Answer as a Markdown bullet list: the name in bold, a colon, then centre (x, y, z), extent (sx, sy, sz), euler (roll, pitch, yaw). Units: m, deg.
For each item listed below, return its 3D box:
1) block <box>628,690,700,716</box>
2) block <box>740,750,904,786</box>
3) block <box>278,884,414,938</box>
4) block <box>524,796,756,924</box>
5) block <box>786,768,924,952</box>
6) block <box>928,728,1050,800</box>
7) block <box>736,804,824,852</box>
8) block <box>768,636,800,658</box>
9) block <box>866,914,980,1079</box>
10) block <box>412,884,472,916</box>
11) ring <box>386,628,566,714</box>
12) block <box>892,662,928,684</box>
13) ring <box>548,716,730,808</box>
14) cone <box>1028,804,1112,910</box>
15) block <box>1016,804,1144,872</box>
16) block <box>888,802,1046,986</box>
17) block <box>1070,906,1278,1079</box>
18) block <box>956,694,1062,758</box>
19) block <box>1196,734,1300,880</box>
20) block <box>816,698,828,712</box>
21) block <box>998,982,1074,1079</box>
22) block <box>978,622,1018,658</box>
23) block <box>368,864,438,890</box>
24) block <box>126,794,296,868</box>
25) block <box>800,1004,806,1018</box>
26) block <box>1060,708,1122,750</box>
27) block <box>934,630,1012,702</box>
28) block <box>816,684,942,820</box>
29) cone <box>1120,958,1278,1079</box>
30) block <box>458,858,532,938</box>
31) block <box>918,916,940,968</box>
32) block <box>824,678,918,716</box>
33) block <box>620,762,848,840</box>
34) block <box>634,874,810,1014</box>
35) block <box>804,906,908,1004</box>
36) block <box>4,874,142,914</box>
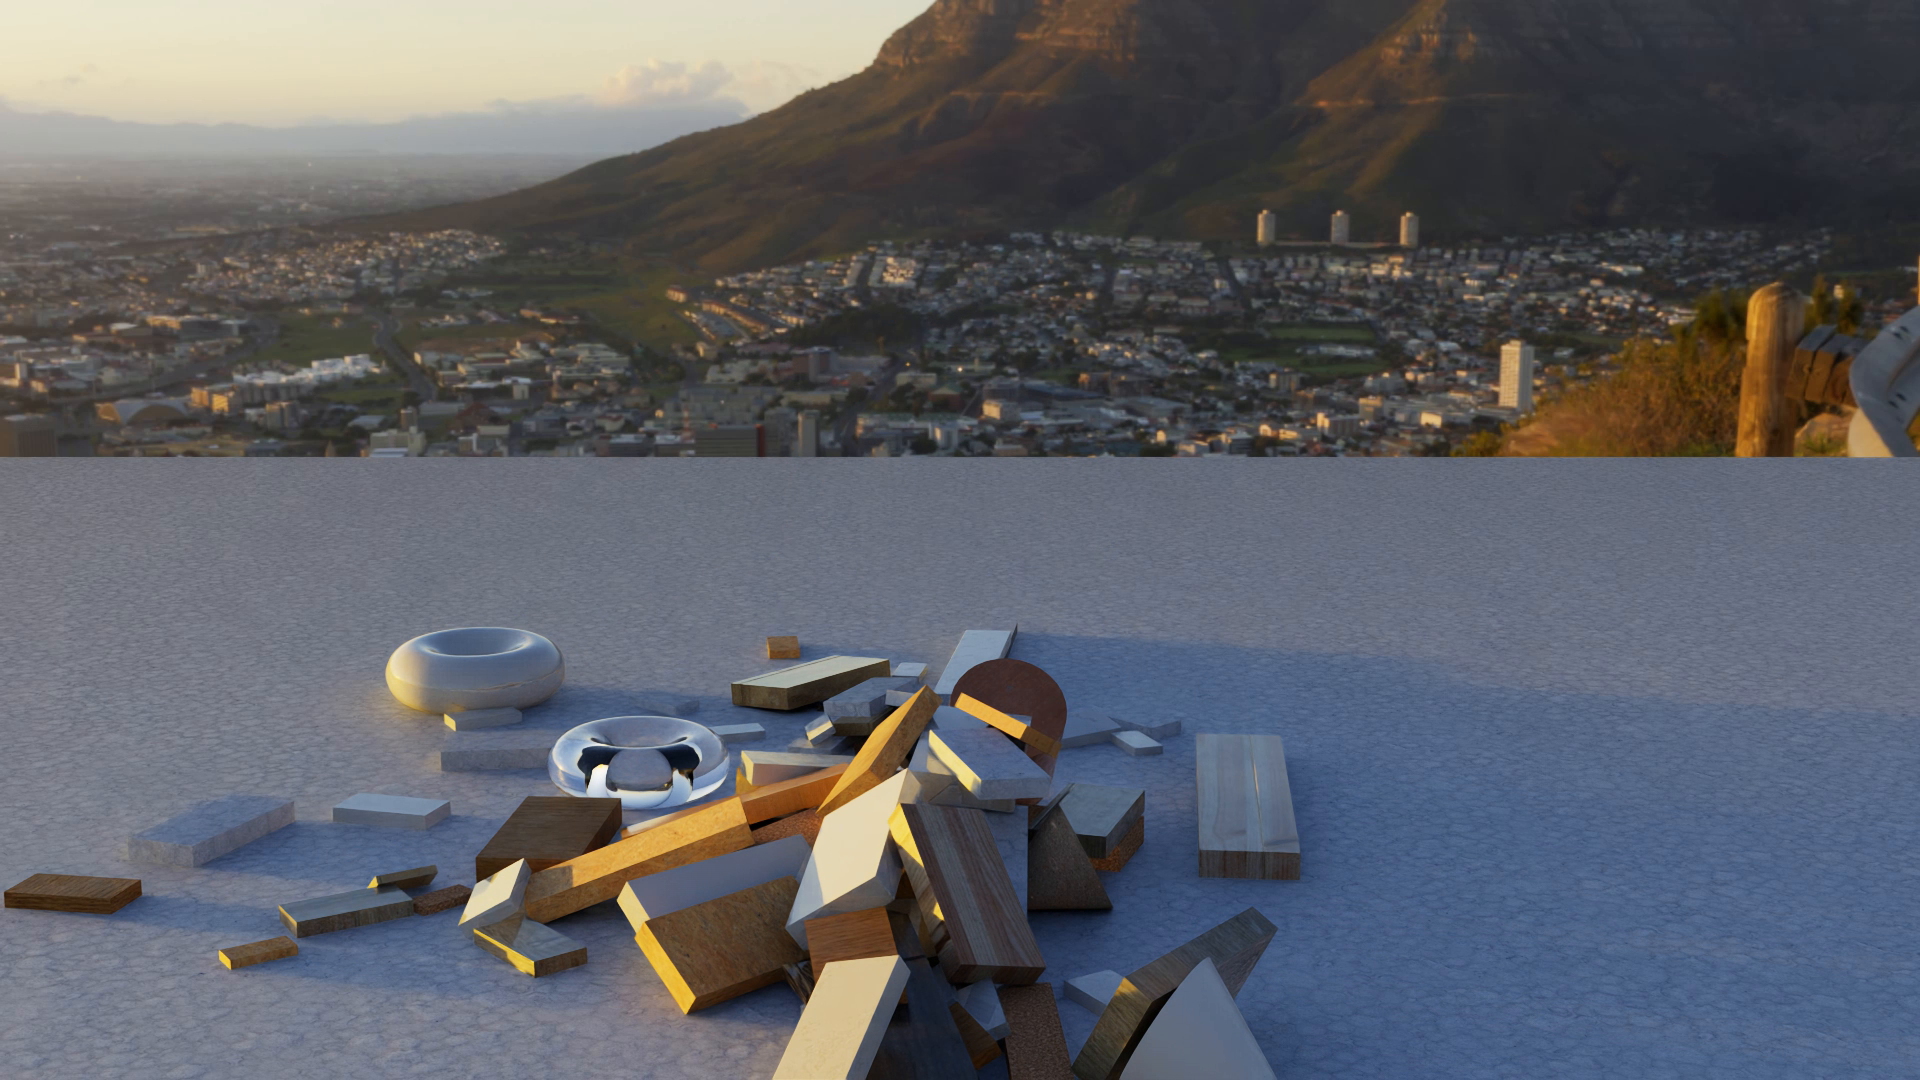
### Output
- **block**: centre (-0.654, 0.358, 4.859), extent (0.147, 0.021, 0.073), euler (8, 13, 38)
- **block**: centre (-0.253, 0.425, 4.047), extent (0.282, 0.040, 0.141), euler (4, 3, -14)
- **block**: centre (-0.991, 0.598, 3.552), extent (0.189, 0.027, 0.095), euler (-7, 13, -33)
- **block**: centre (-0.526, 0.524, 3.599), extent (0.376, 0.040, 0.139), euler (-20, 14, -7)
- **block**: centre (-0.158, 0.488, 3.393), extent (0.168, 0.048, 0.337), euler (-32, 15, 18)
- **block**: centre (0.046, 0.364, 3.592), extent (0.120, 0.034, 0.239), euler (0, 15, -21)
- **block**: centre (-0.250, 0.515, 3.680), extent (0.400, 0.048, 0.168), euler (-17, 21, -41)
- **block**: centre (-0.432, 0.262, 5.377), extent (0.073, 0.021, 0.147), euler (-1, 11, -7)
- **block**: centre (-0.083, 0.666, 2.951), extent (0.149, 0.042, 0.634), euler (-10, 17, -9)
- **block**: centre (-0.852, 0.592, 3.618), extent (0.052, 0.015, 0.104), euler (9, 14, 42)
- **ring**: centre (-1.083, 0.292, 4.924), extent (0.395, 0.132, 0.395), euler (1, 12, 0)
- **block**: centre (-0.117, 0.310, 5.127), extent (0.063, 0.018, 0.125), euler (2, 11, 8)
- **ring**: centre (-0.618, 0.426, 4.236), extent (0.349, 0.116, 0.349), euler (1, 10, 0)
- **cone**: centre (0.120, 0.560, 3.593), extent (0.192, 0.192, 0.192), euler (-28, 13, -2)
- **block**: centre (0.140, 0.521, 3.906), extent (0.341, 0.048, 0.171), euler (4, 11, 18)
- **block**: centre (0.008, 0.523, 3.261), extent (0.149, 0.042, 0.298), euler (9, 39, -32)
- **block**: centre (0.297, 0.624, 3.003), extent (0.048, 0.170, 0.340), euler (39, 29, 25)
- **block**: centre (0.081, 0.315, 3.739), extent (0.092, 0.026, 0.184), euler (31, -6, -39)
- **block**: centre (0.528, 0.485, 4.101), extent (0.171, 0.048, 0.742), euler (1, 11, 5)
- **block**: centre (-0.253, 0.366, 4.832), extent (0.110, 0.016, 0.055), euler (3, 11, 18)
- **block**: centre (0.105, 0.703, 2.995), extent (0.082, 0.023, 0.467), euler (-1, 11, -3)
- **block**: centre (0.055, 0.296, 5.178), extent (0.092, 0.026, 0.840), euler (1, 11, 6)
- **block**: centre (-0.930, 0.568, 3.669), extent (0.104, 0.015, 0.052), euler (-7, -25, -34)
- **block**: centre (-1.340, 0.519, 3.945), extent (0.139, 0.040, 0.279), euler (4, 11, 20)
- **block**: centre (-0.162, 0.687, 3.081), extent (0.082, 0.023, 0.165), euler (-4, 11, -19)
- **block**: centre (0.235, 0.395, 4.585), extent (0.184, 0.026, 0.092), euler (-7, 27, -35)
- **block**: centre (0.032, 0.291, 5.048), extent (0.109, 0.031, 0.625), euler (1, 11, 7)
- **block**: centre (-0.136, 0.369, 3.772), extent (0.144, 0.041, 0.287), euler (-42, 6, 32)
- **cone**: centre (0.353, 0.694, 2.839), extent (0.220, 0.220, 0.220), euler (33, 23, 19)
- **block**: centre (-0.750, 0.578, 3.554), extent (0.092, 0.026, 0.194), euler (-28, 11, 1)
- **block**: centre (-0.019, 0.571, 3.286), extent (0.080, 0.023, 0.160), euler (-18, 31, 17)
- **block**: centre (-0.188, 0.332, 4.669), extent (0.109, 0.031, 0.219), euler (-2, 9, 27)
- **block**: centre (-0.386, 0.474, 3.855), extent (0.415, 0.040, 0.141), euler (-16, 2, -10)
- **block**: centre (-0.328, 0.601, 3.287), extent (0.287, 0.041, 0.144), euler (-11, 51, -45)
- **block**: centre (-0.149, 0.592, 3.096), extent (0.120, 0.034, 0.239), euler (-9, 16, -6)
- **block**: centre (-1.464, 0.584, 3.630), extent (0.189, 0.027, 0.095), euler (2, 11, 9)
